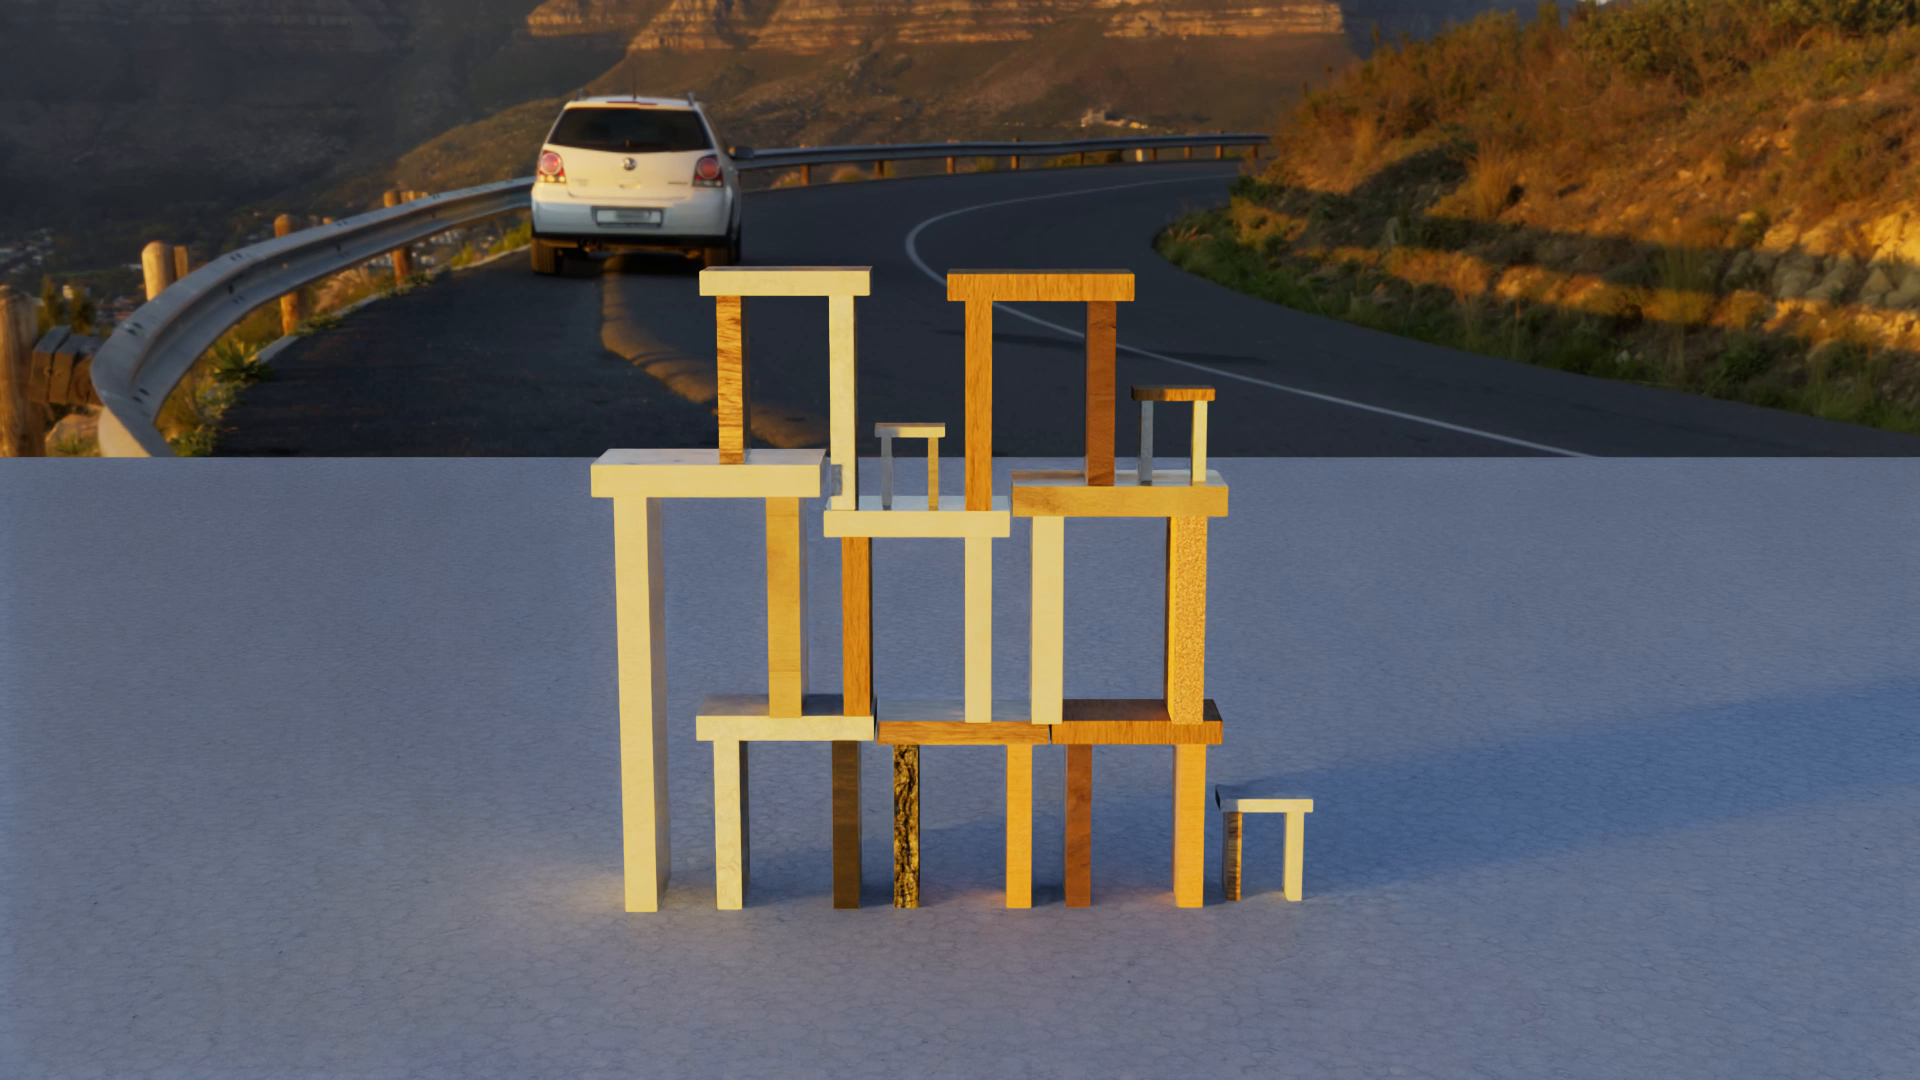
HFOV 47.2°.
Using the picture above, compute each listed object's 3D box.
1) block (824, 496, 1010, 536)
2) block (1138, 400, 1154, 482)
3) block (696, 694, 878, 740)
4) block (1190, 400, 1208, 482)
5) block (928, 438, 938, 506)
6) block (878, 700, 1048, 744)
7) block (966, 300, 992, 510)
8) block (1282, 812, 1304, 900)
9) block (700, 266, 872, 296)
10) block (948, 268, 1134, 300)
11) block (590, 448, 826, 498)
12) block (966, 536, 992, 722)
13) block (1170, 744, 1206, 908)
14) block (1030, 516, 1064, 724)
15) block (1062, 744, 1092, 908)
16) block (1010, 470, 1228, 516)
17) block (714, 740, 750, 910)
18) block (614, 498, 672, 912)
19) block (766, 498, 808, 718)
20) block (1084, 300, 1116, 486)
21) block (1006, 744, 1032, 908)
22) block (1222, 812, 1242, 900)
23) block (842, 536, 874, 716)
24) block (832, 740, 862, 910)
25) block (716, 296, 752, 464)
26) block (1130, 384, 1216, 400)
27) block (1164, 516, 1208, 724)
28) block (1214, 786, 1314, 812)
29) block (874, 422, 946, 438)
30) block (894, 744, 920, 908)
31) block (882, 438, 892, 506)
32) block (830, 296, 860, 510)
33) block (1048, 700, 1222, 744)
[{"bbox_3d":[-0.068,-0.039,3.549,0.293,0.042,0.147,0,11,0],"label":"block"},{"bbox_3d":[0.297,-0.163,3.529,0.018,0.129,0.064,0,11,0],"label":"block"},{"bbox_3d":[-0.281,0.290,3.611,0.285,0.040,0.143,0,11,0],"label":"block"},{"bbox_3d":[0.383,-0.163,3.528,0.018,0.129,0.064,0,11,0],"label":"block"},{"bbox_3d":[-0.043,-0.114,3.536,0.016,0.112,0.056,0,11,0],"label":"block"},{"bbox_3d":[0.004,0.299,3.616,0.276,0.039,0.138,0,11,0],"label":"block"},{"bbox_3d":[0.029,-0.222,3.516,0.041,0.331,0.145,0,11,0],"label":"block"},{"bbox_3d":[0.554,0.514,3.660,0.022,0.152,0.076,0,11,0],"label":"block"},{"bbox_3d":[-0.272,-0.411,3.482,0.264,0.037,0.132,0,11,0],"label":"block"},{"bbox_3d":[0.126,-0.405,3.482,0.290,0.041,0.145,0,11,0],"label":"block"},{"bbox_3d":[-0.400,-0.109,3.542,0.359,0.051,0.180,0,11,0],"label":"block"},{"bbox_3d":[0.030,0.131,3.581,0.042,0.304,0.147,0,11,0],"label":"block"},{"bbox_3d":[0.378,0.453,3.648,0.039,0.276,0.138,0,11,0],"label":"block"},{"bbox_3d":[0.140,0.114,3.579,0.048,0.338,0.169,0,11,0],"label":"block"},{"bbox_3d":[0.194,0.453,3.648,0.039,0.276,0.138,0,11,0],"label":"block"},{"bbox_3d":[0.253,-0.076,3.543,0.338,0.048,0.169,0,11,0],"label":"block"},{"bbox_3d":[-0.376,0.450,3.640,0.040,0.285,0.143,0,11,0],"label":"block"},{"bbox_3d":[-0.519,0.253,3.610,0.051,0.685,0.180,0,11,0],"label":"block"},{"bbox_3d":[-0.280,0.093,3.580,0.051,0.359,0.180,0,11,0],"label":"block"},{"bbox_3d":[0.222,-0.242,3.511,0.041,0.290,0.145,0,11,0],"label":"block"},{"bbox_3d":[0.097,0.454,3.645,0.039,0.276,0.138,0,11,0],"label":"block"},{"bbox_3d":[0.452,0.514,3.660,0.022,0.152,0.076,0,11,0],"label":"block"},{"bbox_3d":[-0.166,0.126,3.580,0.042,0.293,0.147,0,11,0],"label":"block"},{"bbox_3d":[-0.186,0.450,3.640,0.040,0.285,0.143,0,11,0],"label":"block"},{"bbox_3d":[-0.360,-0.263,3.508,0.037,0.264,0.132,0,11,0],"label":"block"},{"bbox_3d":[0.340,-0.235,3.515,0.129,0.018,0.064,0,11,0],"label":"block"},{"bbox_3d":[0.366,0.114,3.579,0.048,0.338,0.169,0,11,0],"label":"block"},{"bbox_3d":[0.503,0.429,3.644,0.152,0.022,0.076,0,11,0],"label":"block"},{"bbox_3d":[-0.080,-0.177,3.524,0.112,0.016,0.056,0,11,0],"label":"block"},{"bbox_3d":[-0.088,0.454,3.645,0.039,0.276,0.138,0,11,0],"label":"block"},{"bbox_3d":[-0.117,-0.114,3.536,0.016,0.112,0.056,0,11,0],"label":"block"},{"bbox_3d":[-0.185,-0.226,3.516,0.037,0.339,0.132,0,11,0],"label":"block"},{"bbox_3d":[0.286,0.298,3.619,0.276,0.039,0.138,0,11,0],"label":"block"}]
